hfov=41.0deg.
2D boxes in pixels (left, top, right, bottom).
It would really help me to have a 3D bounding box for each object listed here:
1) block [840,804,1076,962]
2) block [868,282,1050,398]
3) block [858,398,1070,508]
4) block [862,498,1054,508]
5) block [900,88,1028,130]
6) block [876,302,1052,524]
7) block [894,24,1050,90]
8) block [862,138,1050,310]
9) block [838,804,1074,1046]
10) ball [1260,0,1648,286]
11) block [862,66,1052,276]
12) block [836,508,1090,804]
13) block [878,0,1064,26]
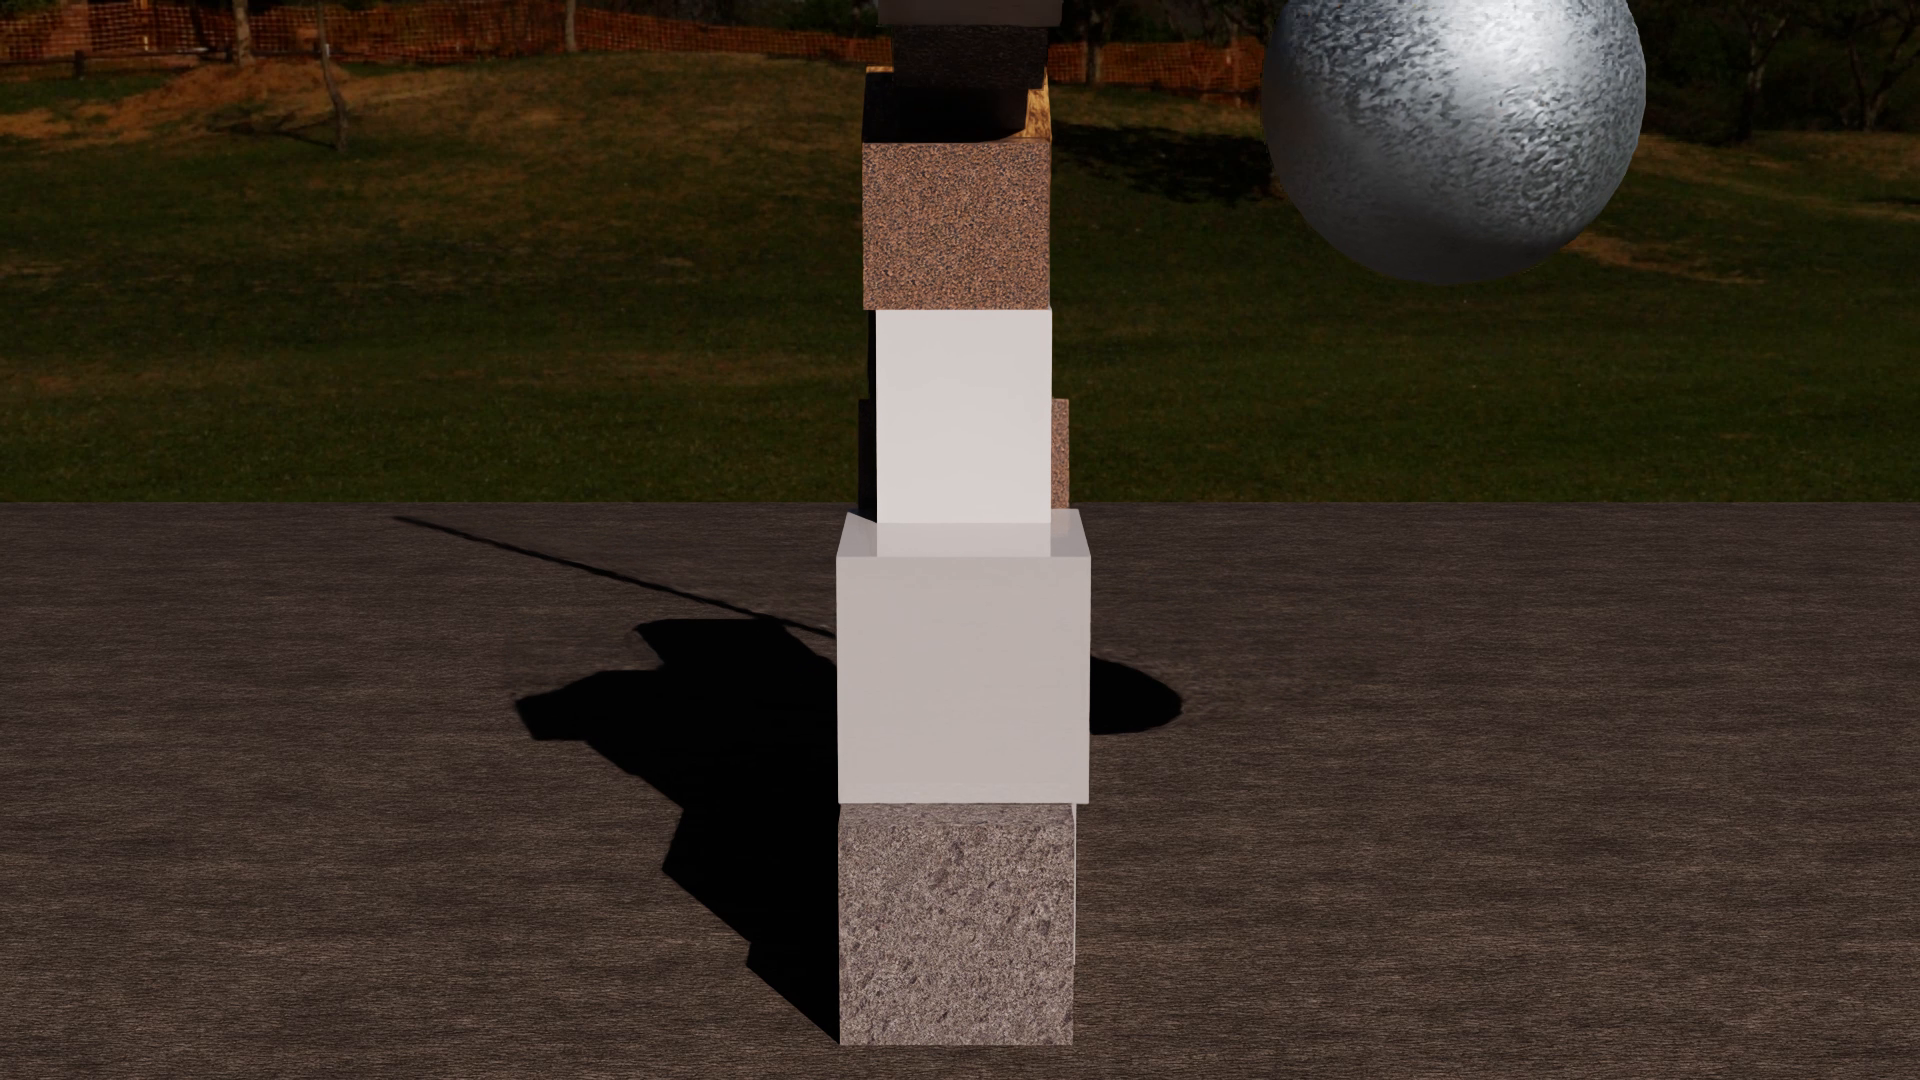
[{"bbox_3d":[-0.008,1.212,10.565,0.934,0.835,0.811,0,10,0],"label":"block"},{"bbox_3d":[-0.006,-1.000,12.239,0.834,0.815,0.787,0,-20,0],"label":"block"},{"bbox_3d":[0.015,-0.061,11.752,0.929,1.058,0.909,0,-4,0],"label":"block"},{"bbox_3d":[-0.010,0.259,10.823,0.816,0.766,0.731,0,10,0],"label":"block"},{"bbox_3d":[0.008,-2.034,10.393,0.514,0.585,0.468,-1,-18,-1],"label":"block"},{"bbox_3d":[0.014,-0.542,10.321,0.679,0.833,0.720,0,10,0],"label":"block"},{"bbox_3d":[0.037,-2.143,9.892,0.584,0.601,0.553,0,-18,-1],"label":"block"},{"bbox_3d":[-0.016,-1.264,10.181,0.715,0.638,0.680,0,10,0],"label":"block"},{"bbox_3d":[-0.013,1.364,9.738,0.853,0.831,0.850,0,10,0],"label":"block"},{"bbox_3d":[2.074,-1.880,10.838,1.600,1.600,1.600,0,10,0],"label":"ball"},{"bbox_3d":[-0.014,-1.554,10.962,0.777,0.688,0.759,0,33,0],"label":"block"},{"bbox_3d":[0.013,0.426,9.946,0.929,0.933,1.031,0,10,0],"label":"block"},{"bbox_3d":[0.042,-2.290,9.349,0.673,0.617,0.560,0,-18,-1],"label":"block"}]
